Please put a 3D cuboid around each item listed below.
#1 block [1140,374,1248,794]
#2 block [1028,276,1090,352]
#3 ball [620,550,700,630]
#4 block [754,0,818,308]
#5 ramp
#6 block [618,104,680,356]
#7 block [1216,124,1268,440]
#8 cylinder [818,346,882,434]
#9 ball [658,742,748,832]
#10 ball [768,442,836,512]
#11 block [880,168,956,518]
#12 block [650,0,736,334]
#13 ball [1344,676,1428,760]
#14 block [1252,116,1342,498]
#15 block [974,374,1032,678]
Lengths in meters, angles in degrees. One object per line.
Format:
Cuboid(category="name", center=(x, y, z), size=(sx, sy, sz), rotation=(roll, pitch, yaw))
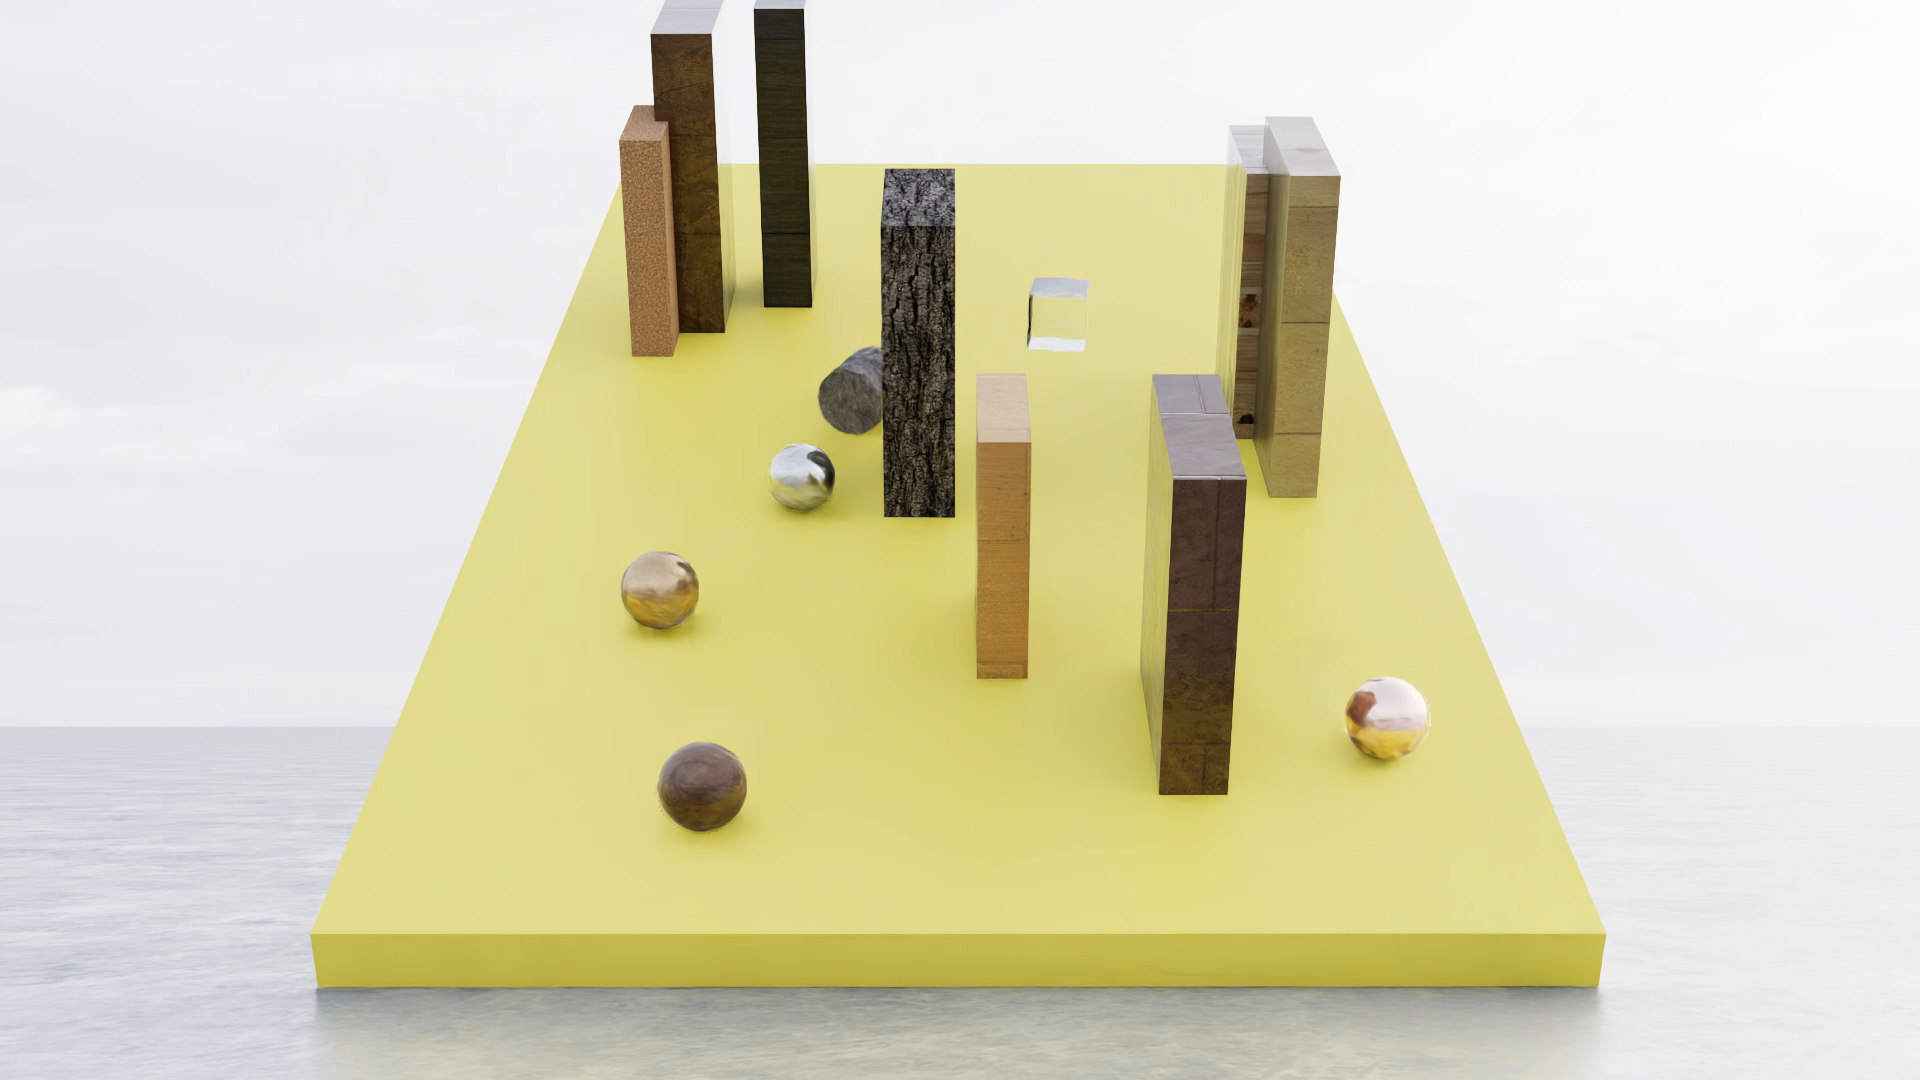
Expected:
Cuboid(category="block", center=(0.395, 0.071, 4.066), size=(0.117, 0.588, 0.443), rotation=(0, 26, 0))
Cuboid(category="block", center=(0.247, -0.561, 5.863), size=(0.140, 0.140, 0.140), rotation=(4, 26, 7))
Cuboid(category="ball", center=(-0.573, 0.095, 4.508), size=(0.150, 0.150, 0.150), rotation=(0, -4, 0))
Cuboid(category="block", center=(-0.444, -1.012, 6.056), size=(0.125, 0.775, 0.285), rotation=(0, 26, 0))
Cuboid(category="ramp", center=(-0.010, -0.228, 5.455), size=(2.000, 0.100, 4.000), rotation=(0, 26, 0))
Cuboid(category="block", center=(-0.755, -0.762, 5.807), size=(0.100, 0.545, 0.306), rotation=(0, 26, 0))
Cuboid(category="block", center=(0.660, -0.590, 5.375), size=(0.089, 0.623, 0.372), rotation=(0, 26, 0))
Cuboid(category="cylinder", center=(-0.222, -0.343, 5.396), size=(0.156, 0.156, 0.156), rotation=(-2, 23, 25))
Cuboid(category="ball", center=(-0.423, 0.405, 3.880), size=(0.147, 0.147, 0.147), rotation=(0, -4, 0))
Cuboid(category="ball", center=(-0.335, -0.133, 4.981), size=(0.145, 0.145, 0.145), rotation=(0, -4, 0))
Cuboid(category="block", center=(-0.085, -0.420, 5.003), size=(0.150, 0.642, 0.384), rotation=(0, 26, 0))
Cuboid(category="block", center=(-0.665, -0.942, 5.930), size=(0.146, 0.759, 0.364), rotation=(0, 26, 0))
Cuboid(category="ball", center=(0.739, 0.308, 4.089), size=(0.144, 0.144, 0.144), rotation=(0, -4, 0))
Cuboid(category="block", center=(0.715, -0.507, 5.100), size=(0.102, 0.716, 0.429), rotation=(0, 26, 0))
Cuboid(category="block", center=(0.078, -0.029, 4.394), size=(0.094, 0.476, 0.323), rotation=(0, 26, 0))
